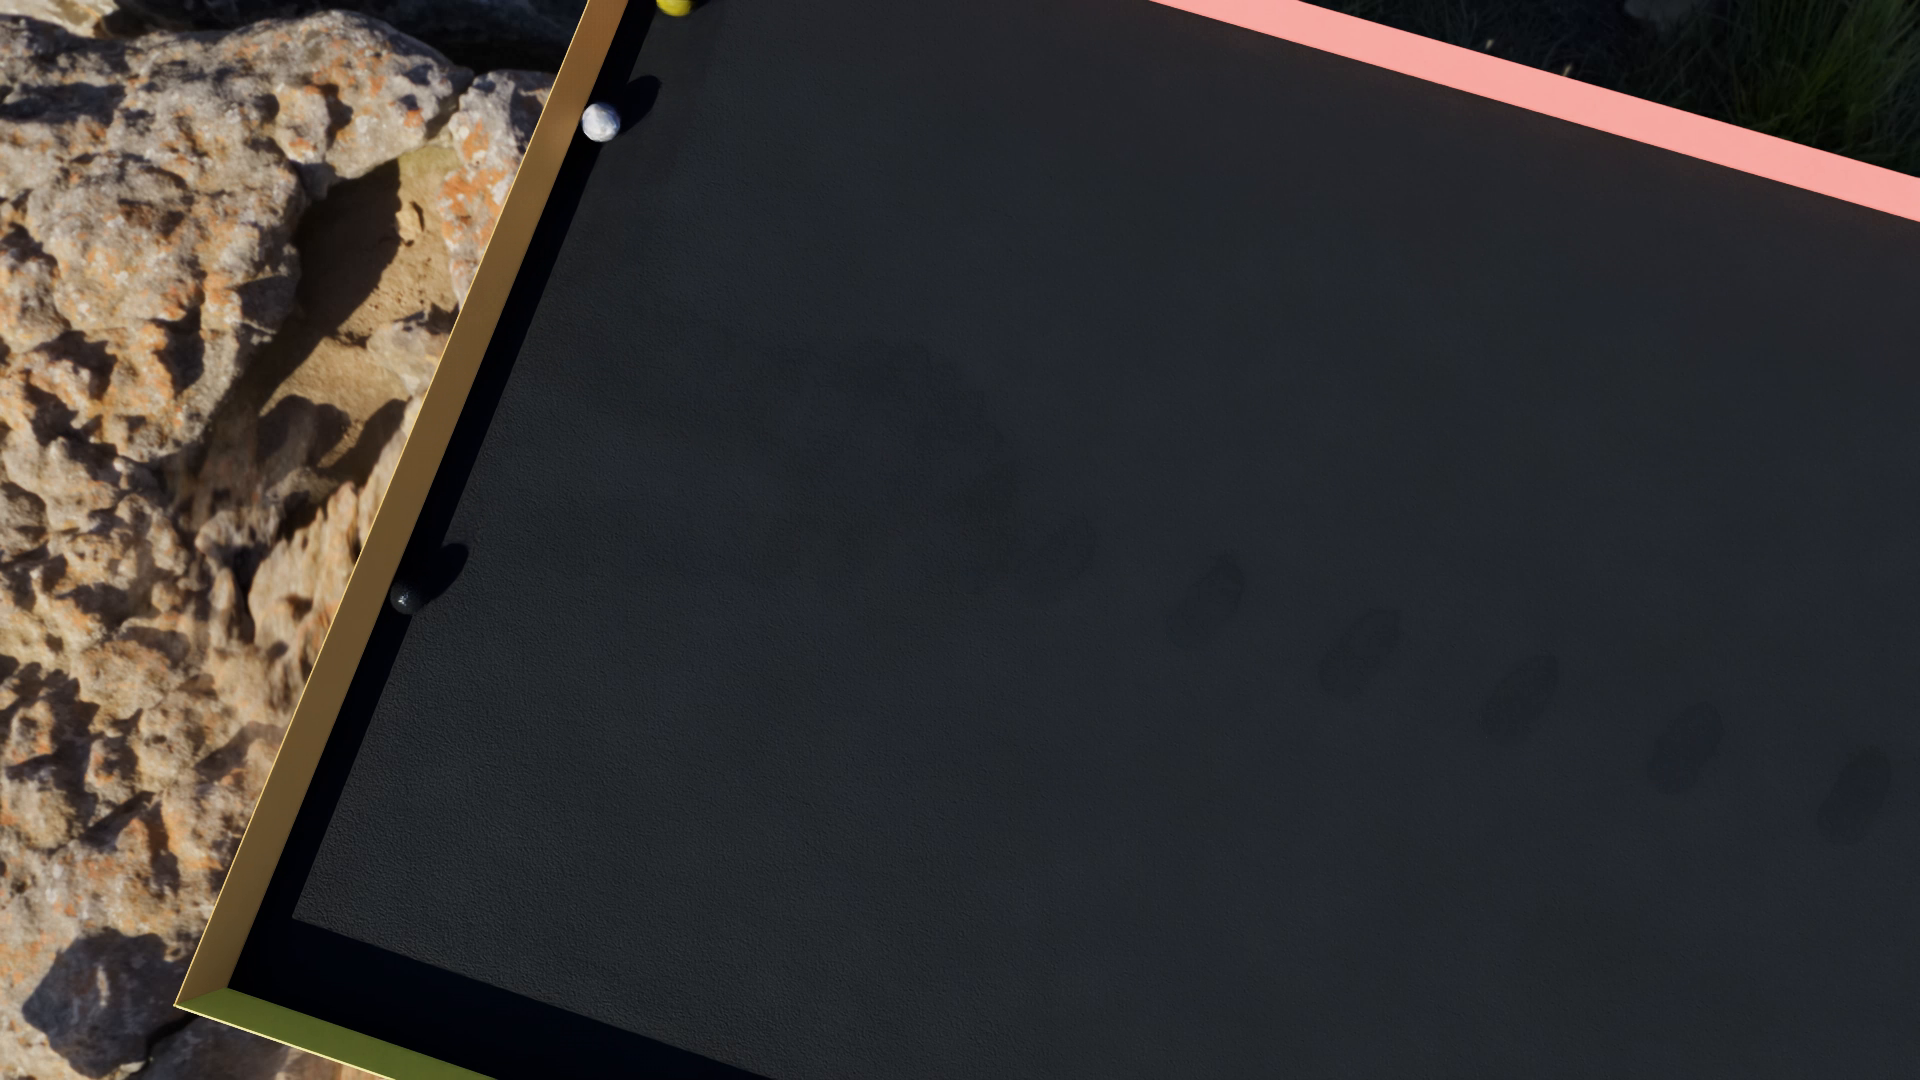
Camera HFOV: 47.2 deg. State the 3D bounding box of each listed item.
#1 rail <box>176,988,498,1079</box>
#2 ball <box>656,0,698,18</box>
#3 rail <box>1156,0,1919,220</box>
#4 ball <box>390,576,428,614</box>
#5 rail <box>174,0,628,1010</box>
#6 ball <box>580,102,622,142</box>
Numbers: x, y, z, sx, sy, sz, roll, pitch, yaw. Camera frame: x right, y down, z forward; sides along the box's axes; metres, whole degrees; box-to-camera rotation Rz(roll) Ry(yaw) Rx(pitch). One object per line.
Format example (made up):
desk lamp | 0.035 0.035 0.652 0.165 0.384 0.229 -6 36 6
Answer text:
rail | 0.498 1.150 3.022 3.373 0.094 0.045 17 75 5
ball | -0.465 -0.896 3.612 0.072 0.072 0.072 0 74 0
rail | 1.106 -0.659 3.533 3.373 0.094 0.045 17 75 5
ball | -0.838 0.084 3.343 0.058 0.058 0.058 0 74 0
rail | -0.780 -0.247 3.416 0.045 0.094 2.023 17 75 5
ball | -0.580 -0.675 3.554 0.064 0.064 0.064 0 74 0
